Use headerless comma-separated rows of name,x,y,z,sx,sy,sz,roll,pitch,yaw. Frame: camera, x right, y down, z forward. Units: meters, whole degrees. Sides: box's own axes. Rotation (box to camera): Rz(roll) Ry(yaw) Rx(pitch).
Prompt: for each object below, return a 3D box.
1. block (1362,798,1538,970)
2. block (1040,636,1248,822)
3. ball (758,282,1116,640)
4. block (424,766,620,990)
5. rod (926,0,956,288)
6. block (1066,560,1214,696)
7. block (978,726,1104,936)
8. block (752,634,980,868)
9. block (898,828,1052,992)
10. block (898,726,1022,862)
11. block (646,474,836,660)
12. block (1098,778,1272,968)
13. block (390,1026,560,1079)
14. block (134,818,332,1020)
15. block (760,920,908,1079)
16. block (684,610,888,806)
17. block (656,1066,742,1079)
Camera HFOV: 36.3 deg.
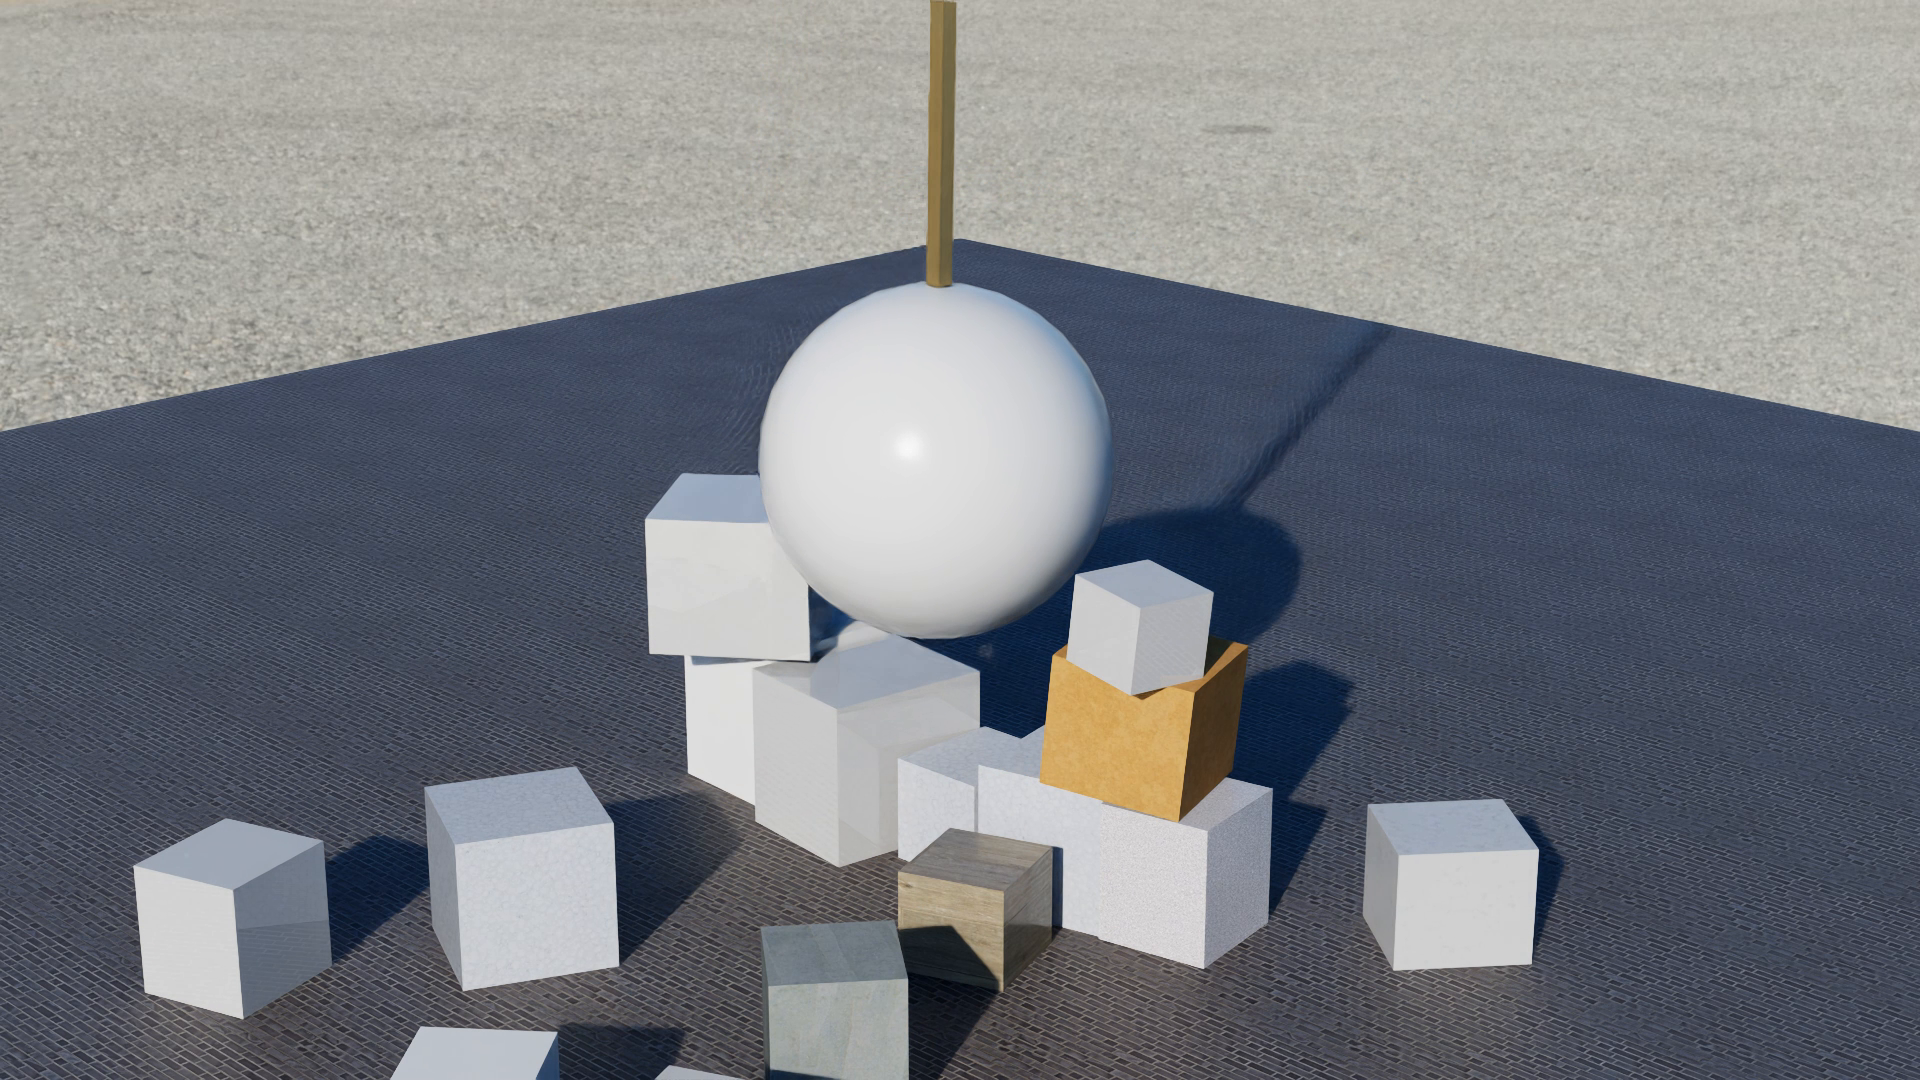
block,2.120,1.489,12.718,0.604,0.533,0.560,-2,18,-6
block,0.799,0.754,12.707,0.652,0.599,0.637,14,22,23
ball,-0.105,-0.356,13.119,1.600,1.600,1.600,0,17,0
block,-1.891,1.447,12.631,0.672,0.665,0.674,-6,19,-20
rod,-0.046,-3.616,12.157,0.080,5.200,0.080,17,23,42
block,0.754,0.363,12.323,0.407,0.390,0.415,-11,26,-37
block,0.500,1.291,13.110,0.629,0.676,0.576,10,20,30
block,-0.443,0.982,13.919,0.825,0.780,0.689,-13,22,-36
block,0.068,1.576,12.567,0.488,0.457,0.519,8,19,24
block,0.091,1.231,13.603,0.491,0.495,0.577,16,24,42
block,-1.038,0.120,14.106,0.770,0.667,0.775,2,18,7
block,0.984,1.412,12.788,0.529,0.637,0.568,12,21,33
block,-1.758,2.142,10.622,0.513,0.544,0.539,2,18,5
block,-3.053,1.584,12.339,0.530,0.579,0.567,9,20,26
block,-0.490,1.873,11.396,0.528,0.593,0.528,-2,18,-7
block,-0.853,0.781,14.488,0.722,0.823,0.709,-15,23,-39
block,-0.902,2.233,10.392,0.500,0.508,0.459,7,19,20
